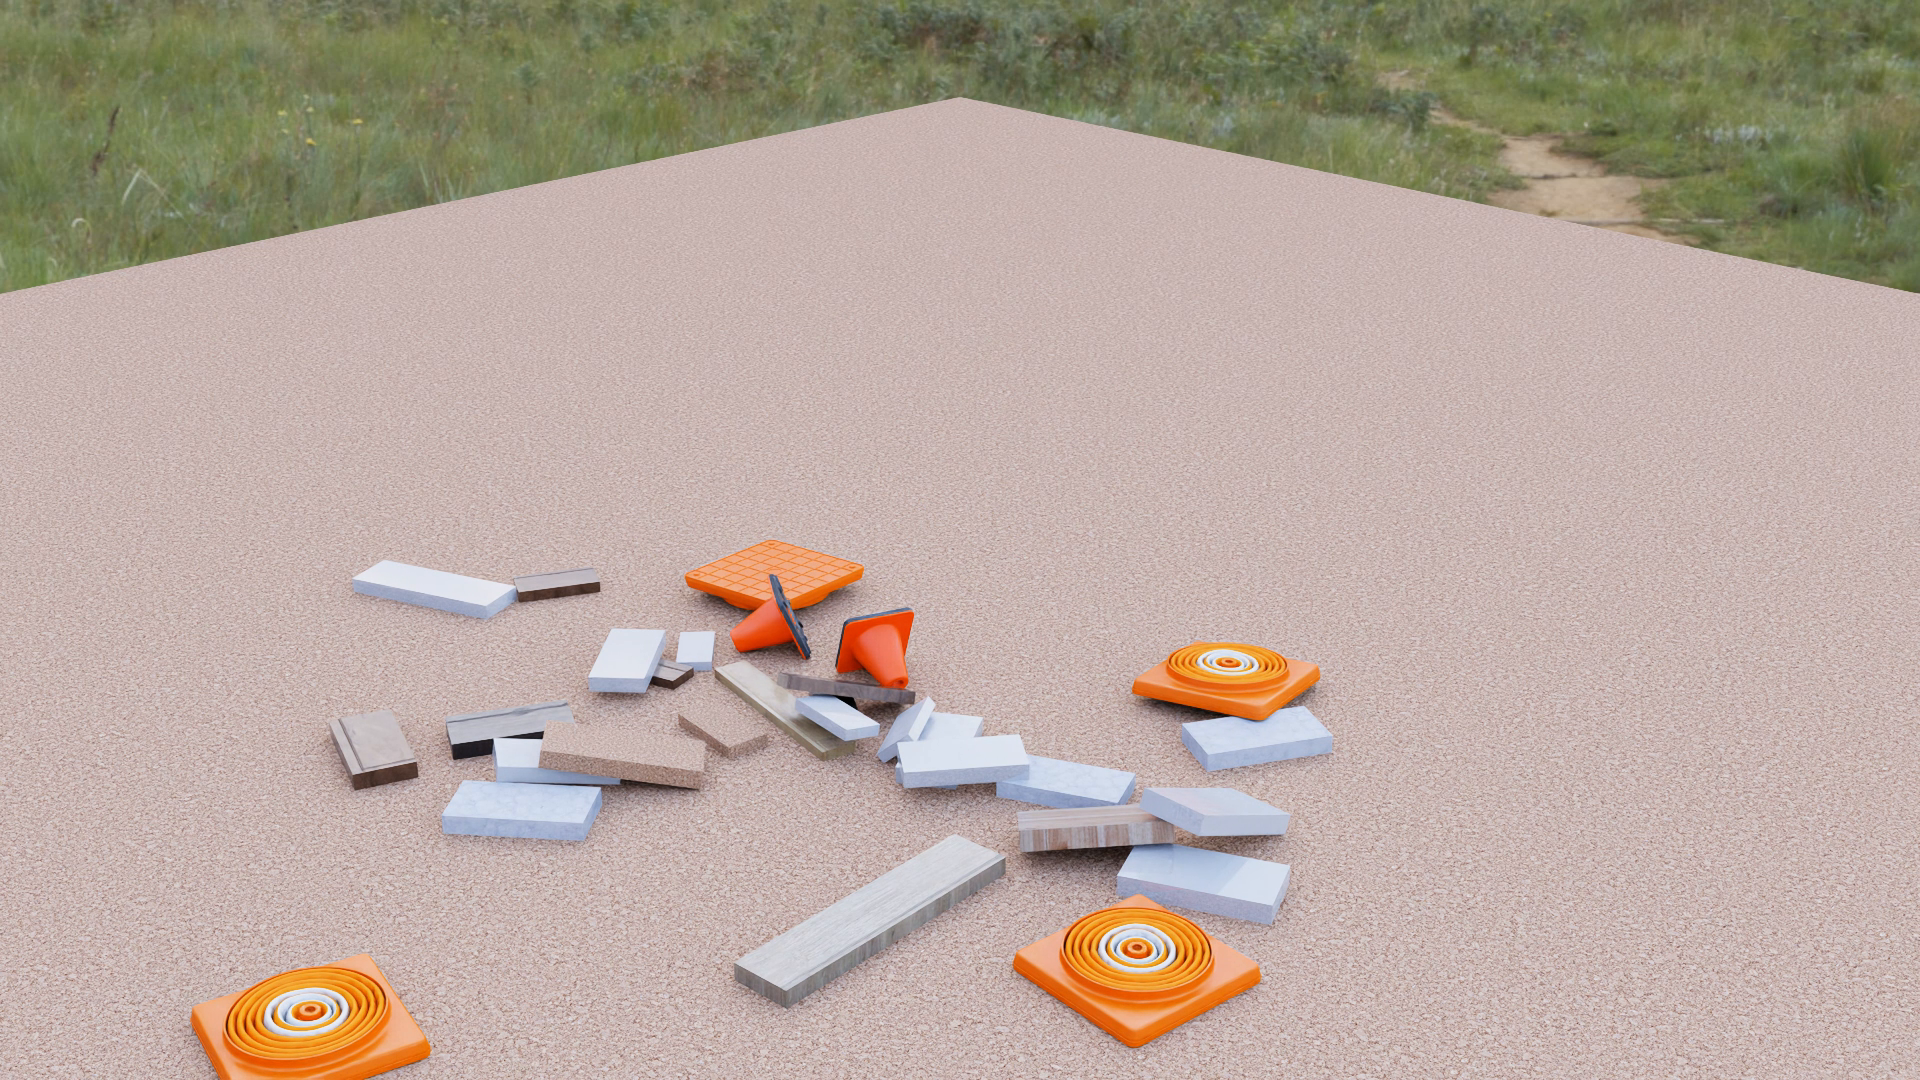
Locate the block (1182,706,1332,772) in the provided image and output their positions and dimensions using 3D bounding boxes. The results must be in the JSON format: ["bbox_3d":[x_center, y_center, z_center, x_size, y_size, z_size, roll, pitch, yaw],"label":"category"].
[{"bbox_3d":[0.635,0.424,4.709,0.287,0.041,0.144,-7,24,-16],"label":"block"}]

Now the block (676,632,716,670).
[{"bbox_3d":[-0.615,0.259,5.122,0.081,0.023,0.162,-1,23,-3],"label":"block"}]

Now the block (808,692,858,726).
[{"bbox_3d":[-0.276,0.365,4.831,0.090,0.025,0.180,5,17,-13],"label":"block"}]

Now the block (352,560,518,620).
[{"bbox_3d":[-1.298,0.121,5.430,0.398,0.036,0.126,10,25,22],"label":"block"}]

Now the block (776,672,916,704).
[{"bbox_3d":[-0.250,0.326,4.825,0.289,0.028,0.100,9,-1,-17],"label":"block"}]

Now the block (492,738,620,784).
[{"bbox_3d":[-0.839,0.461,4.576,0.252,0.036,0.126,3,21,-17],"label":"block"}]

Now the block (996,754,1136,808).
[{"bbox_3d":[0.218,0.504,4.526,0.258,0.037,0.129,8,24,19],"label":"block"}]

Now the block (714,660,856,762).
[{"bbox_3d":[-0.391,0.373,4.853,0.081,0.023,0.479,-15,27,-31],"label":"block"}]

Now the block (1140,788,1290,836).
[{"bbox_3d":[0.502,0.532,4.313,0.149,0.042,0.299,21,9,41],"label":"block"}]

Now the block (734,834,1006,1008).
[{"bbox_3d":[-0.156,0.696,4.071,0.132,0.037,0.591,19,29,37],"label":"block"}]

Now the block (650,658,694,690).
[{"bbox_3d":[-0.699,0.299,5.026,0.162,0.023,0.081,12,26,26],"label":"block"}]

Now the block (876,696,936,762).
[{"bbox_3d":[-0.115,0.405,4.708,0.090,0.025,0.180,-34,11,24],"label":"block"}]

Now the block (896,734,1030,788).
[{"bbox_3d":[0.005,0.457,4.544,0.258,0.037,0.129,-3,23,-7],"label":"block"}]

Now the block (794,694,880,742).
[{"bbox_3d":[-0.263,0.378,4.705,0.090,0.025,0.180,-6,22,-41],"label":"block"}]

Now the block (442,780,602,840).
[{"bbox_3d":[-0.880,0.544,4.427,0.287,0.041,0.144,2,23,5],"label":"block"}]

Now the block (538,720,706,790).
[{"bbox_3d":[-0.700,0.445,4.572,0.333,0.041,0.144,9,20,-8],"label":"block"}]

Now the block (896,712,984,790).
[{"bbox_3d":[-0.042,0.444,4.667,0.129,0.037,0.258,5,24,12],"label":"block"}]

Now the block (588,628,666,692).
[{"bbox_3d":[-0.756,0.274,5.012,0.126,0.036,0.252,1,23,3],"label":"block"}]

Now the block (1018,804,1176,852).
[{"bbox_3d":[0.264,0.562,4.306,0.299,0.042,0.149,-4,7,1],"label":"block"}]

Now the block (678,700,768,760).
[{"bbox_3d":[-0.513,0.409,4.760,0.100,0.028,0.200,-17,29,-35],"label":"block"}]

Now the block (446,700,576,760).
[{"bbox_3d":[-0.970,0.409,4.750,0.264,0.037,0.132,-7,24,-17],"label":"block"}]

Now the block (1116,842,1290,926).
[{"bbox_3d":[0.463,0.647,4.182,0.299,0.042,0.149,8,24,19],"label":"block"}]

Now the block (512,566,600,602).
[{"bbox_3d":[-1.002,0.110,5.465,0.200,0.028,0.100,-8,24,-17],"label":"block"}]

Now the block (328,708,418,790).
[{"bbox_3d":[-1.247,0.443,4.669,0.132,0.037,0.264,-11,25,-23],"label":"block"}]
